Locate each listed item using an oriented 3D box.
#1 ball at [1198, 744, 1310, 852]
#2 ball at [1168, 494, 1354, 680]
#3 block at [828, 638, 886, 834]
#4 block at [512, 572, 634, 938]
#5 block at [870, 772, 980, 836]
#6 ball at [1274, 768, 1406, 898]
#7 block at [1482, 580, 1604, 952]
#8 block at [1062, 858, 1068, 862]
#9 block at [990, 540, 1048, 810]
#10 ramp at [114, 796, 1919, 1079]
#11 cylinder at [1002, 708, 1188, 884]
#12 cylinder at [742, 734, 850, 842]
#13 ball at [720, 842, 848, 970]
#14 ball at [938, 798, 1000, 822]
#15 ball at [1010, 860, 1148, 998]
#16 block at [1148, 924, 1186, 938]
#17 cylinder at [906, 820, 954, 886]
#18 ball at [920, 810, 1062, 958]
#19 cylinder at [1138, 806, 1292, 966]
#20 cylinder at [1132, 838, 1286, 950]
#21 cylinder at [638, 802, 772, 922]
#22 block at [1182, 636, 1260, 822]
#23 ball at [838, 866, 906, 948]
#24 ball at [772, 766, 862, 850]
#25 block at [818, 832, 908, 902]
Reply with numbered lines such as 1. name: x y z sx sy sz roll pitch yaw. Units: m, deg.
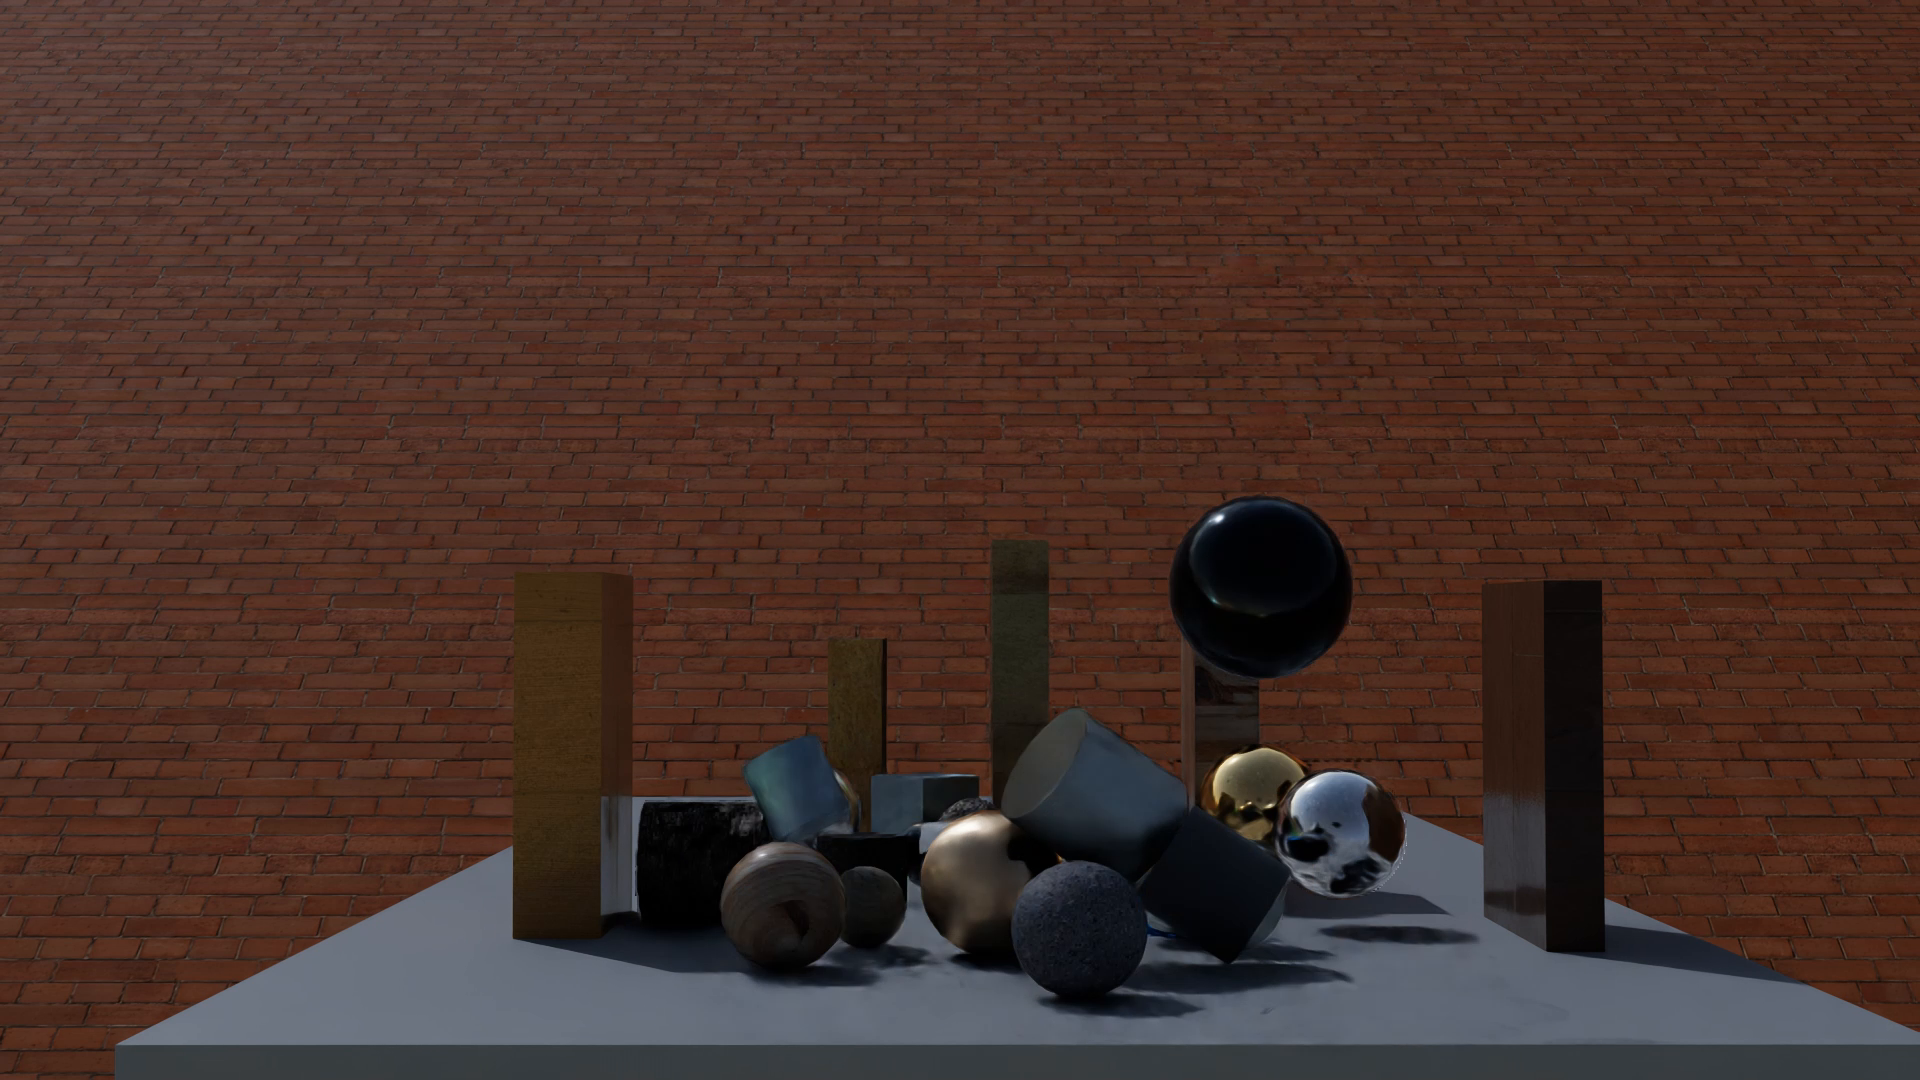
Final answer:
1. ball: 0.492 0.437 4.269 0.202 0.202 0.202 0 35 0
2. ball: 0.331 0.052 2.858 0.203 0.203 0.203 0 35 0
3. block: -0.212 0.419 5.409 0.109 0.426 0.329 0 -2 0
4. block: -0.588 0.319 3.974 0.128 0.535 0.364 0 -2 0
5. block: -0.069 0.547 5.183 0.154 0.154 0.154 2 -2 -43
6. ball: 0.574 0.443 3.932 0.197 0.197 0.197 0 35 0
7. block: 0.861 0.323 3.858 0.082 0.519 0.433 0 -2 0
8. block: 0.212 0.538 4.176 0.109 0.109 0.109 0 -2 -14
9. block: 0.116 0.314 5.149 0.109 0.619 0.345 0 -2 0
10. ramp: 0.077 0.664 4.833 2.000 0.100 4.000 0 -2 0
11. cylinder: 0.182 0.351 3.524 0.179 0.179 0.179 37 32 -16
12. cylinder: -0.234 0.358 3.714 0.118 0.118 0.118 -20 76 -26
13. ball: -0.235 0.486 3.451 0.169 0.169 0.169 0 35 0
14. ball: 0.024 0.544 4.791 0.136 0.136 0.136 0 35 0
15. ball: 0.147 0.478 3.190 0.168 0.168 0.168 0 35 0
16. block: 0.321 0.525 3.870 0.117 0.117 0.117 1 -2 -38
17. cylinder: -0.024 0.534 4.440 0.108 0.108 0.108 -6 31 23
18. ball: 0.046 0.473 3.585 0.202 0.202 0.202 0 35 0
19. cylinder: 0.338 0.462 3.483 0.154 0.154 0.154 33 42 6
20. cylinder: 0.356 0.496 3.714 0.155 0.155 0.155 -28 20 -34
21. cylinder: -0.389 0.494 3.984 0.185 0.185 0.185 0 35 2
22. block: 0.458 0.356 4.585 0.111 0.498 0.272 0 -2 0
23. ball: -0.134 0.520 3.683 0.115 0.115 0.115 0 35 0
24. ball: -0.285 0.517 4.915 0.198 0.198 0.198 0 35 0
25. block: -0.161 0.543 4.297 0.107 0.107 0.107 1 -2 -37
